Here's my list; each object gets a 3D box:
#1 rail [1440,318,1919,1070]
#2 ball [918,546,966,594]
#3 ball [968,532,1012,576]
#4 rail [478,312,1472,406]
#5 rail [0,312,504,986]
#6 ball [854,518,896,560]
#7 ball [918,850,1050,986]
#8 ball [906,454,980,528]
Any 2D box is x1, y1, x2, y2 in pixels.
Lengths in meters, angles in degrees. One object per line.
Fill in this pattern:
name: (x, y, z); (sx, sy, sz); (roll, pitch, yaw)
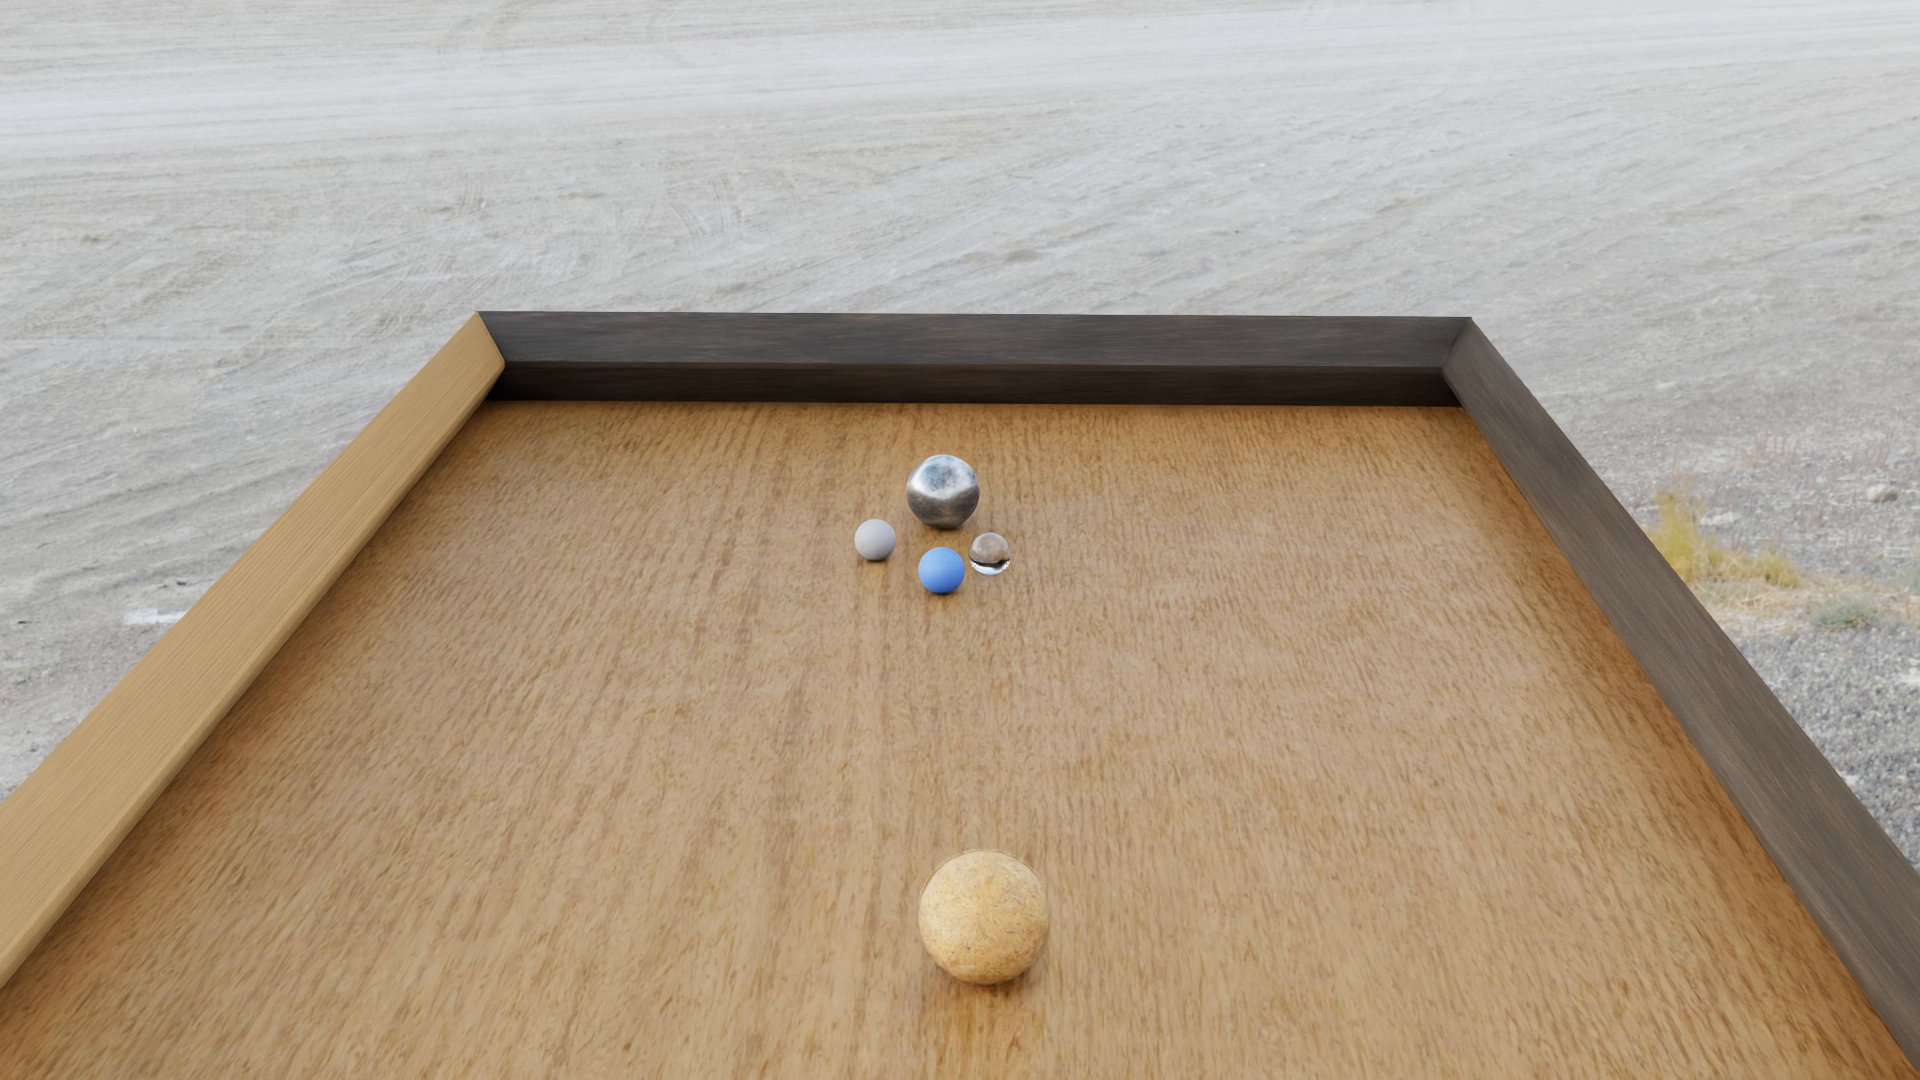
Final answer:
rail: (0.639, 0.189, 1.794); (0.045, 0.125, 2.566); (0, 20, 1)
ball: (-0.020, 0.032, 2.345); (0.050, 0.050, 0.050); (0, 20, 0)
ball: (0.033, 0.015, 2.398); (0.047, 0.047, 0.047); (0, 20, 0)
rail: (0.015, -0.241, 2.994); (1.357, 0.125, 0.045); (0, 20, 1)
rail: (-0.670, 0.178, 1.824); (0.045, 0.125, 2.566); (0, 20, 1)
ball: (-0.094, 0.000, 2.441); (0.046, 0.046, 0.046); (0, 20, 0)
ball: (0.018, 0.275, 1.600); (0.096, 0.096, 0.096); (0, 20, 0)
ball: (-0.020, -0.056, 2.539); (0.086, 0.086, 0.086); (0, 20, 0)
